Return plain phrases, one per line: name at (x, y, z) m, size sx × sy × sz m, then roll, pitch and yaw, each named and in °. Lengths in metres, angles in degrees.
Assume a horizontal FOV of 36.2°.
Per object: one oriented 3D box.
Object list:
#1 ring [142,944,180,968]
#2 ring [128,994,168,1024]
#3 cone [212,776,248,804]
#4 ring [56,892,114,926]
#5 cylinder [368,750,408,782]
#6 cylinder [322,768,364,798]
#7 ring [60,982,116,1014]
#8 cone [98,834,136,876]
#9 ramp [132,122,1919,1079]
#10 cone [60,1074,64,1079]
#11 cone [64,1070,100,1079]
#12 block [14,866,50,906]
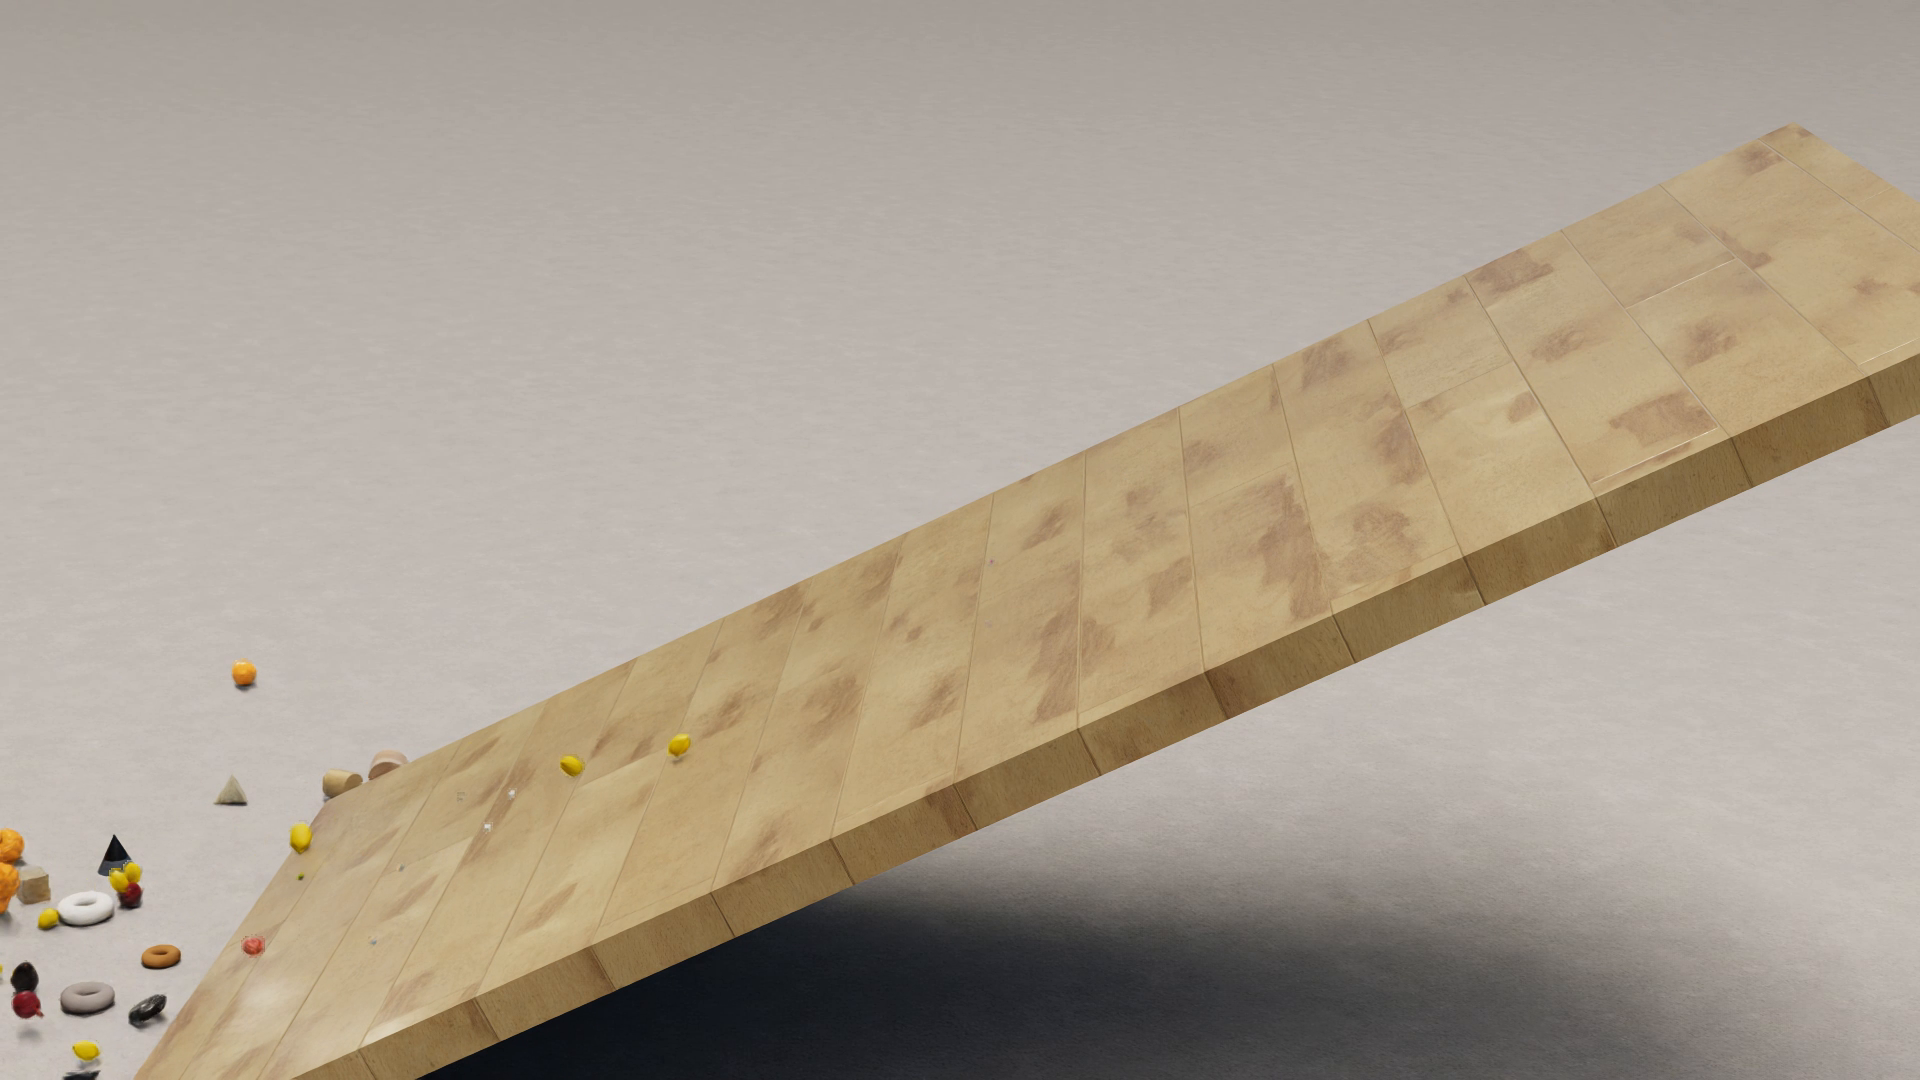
ring at (-1.852, 0.965, 6.818) m, size 0.089 × 0.030 × 0.089 m, roll -1°, pitch 17°, yaw 0°
ring at (-1.801, 1.039, 6.519) m, size 0.092 × 0.031 × 0.092 m, roll -26°, pitch 11°, yaw 6°
cone at (-1.943, 0.679, 7.782) m, size 0.083 × 0.083 × 0.083 m, roll -30°, pitch 21°, yaw -5°
ring at (-2.101, 0.885, 7.067) m, size 0.134 × 0.045 × 0.134 m, roll 0°, pitch 17°, yaw 0°
cylinder at (-1.528, 0.622, 7.867) m, size 0.099 × 0.099 × 0.099 m, roll -2°, pitch 14°, yaw -7°
cylinder at (-1.639, 0.651, 7.807) m, size 0.076 × 0.076 × 0.076 m, roll 9°, pitch 19°, yaw 29°
ring at (-1.956, 1.025, 6.593) m, size 0.120 × 0.040 × 0.120 m, roll 1°, pitch 15°, yaw 0°
cone at (-2.107, 0.778, 7.340) m, size 0.096 × 0.096 × 0.096 m, roll 0°, pitch 16°, yaw 0°
ramp at (0.138, 0.168, 6.281) m, size 4.000 × 0.100 × 2.000 m, roll -25°, pitch 14°, yaw 10°
cone at (-1.873, 1.144, 6.151) m, size 0.061 × 0.061 × 0.061 m, roll 0°, pitch 16°, yaw 0°
cone at (-1.824, 1.126, 6.153) m, size 0.067 × 0.067 × 0.067 m, roll -34°, pitch 14°, yaw 9°
block at (-2.262, 0.843, 7.171) m, size 0.065 × 0.065 × 0.065 m, roll -10°, pitch 19°, yaw -31°
